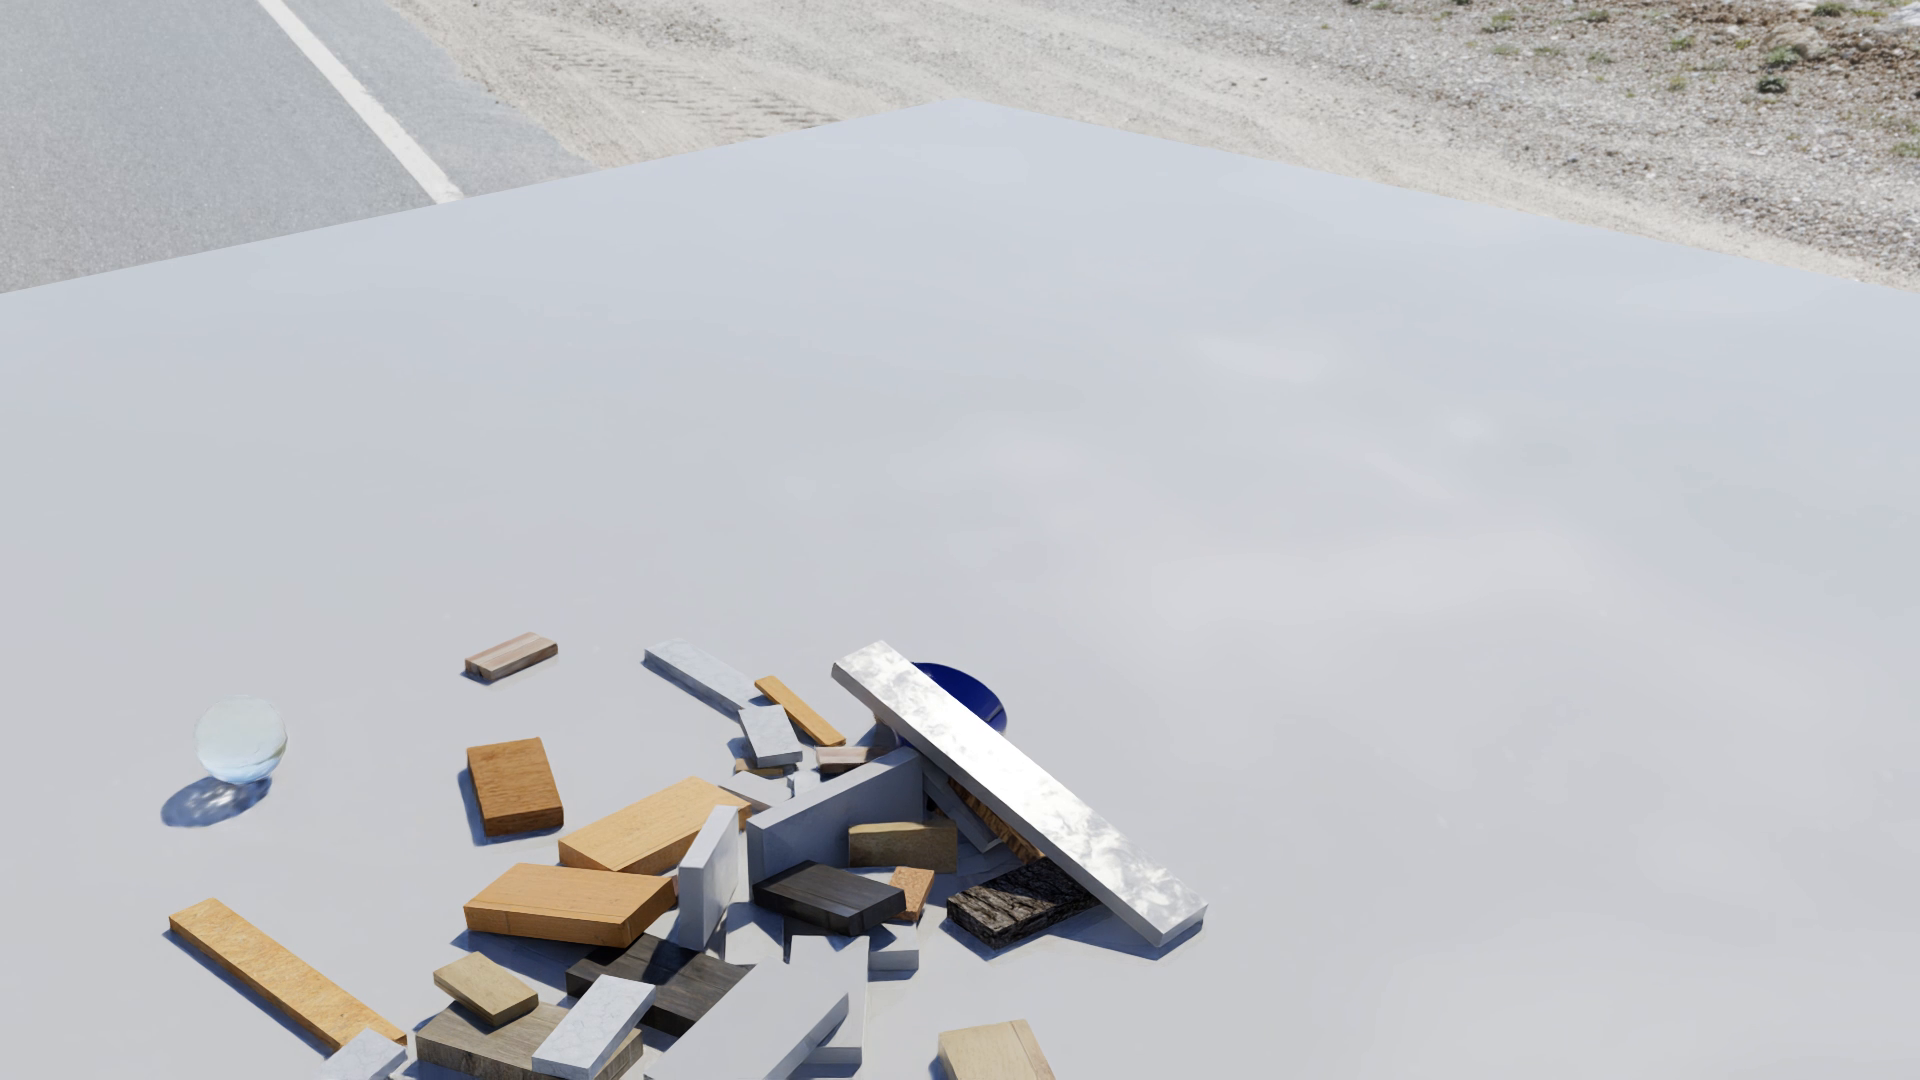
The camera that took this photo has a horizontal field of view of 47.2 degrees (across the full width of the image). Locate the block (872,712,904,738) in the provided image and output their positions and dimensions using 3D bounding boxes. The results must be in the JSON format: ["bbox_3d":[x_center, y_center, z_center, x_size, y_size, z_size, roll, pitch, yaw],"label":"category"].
[{"bbox_3d":[-0.047,0.376,4.420,0.125,0.035,0.250,-21,43,-41],"label":"block"}]

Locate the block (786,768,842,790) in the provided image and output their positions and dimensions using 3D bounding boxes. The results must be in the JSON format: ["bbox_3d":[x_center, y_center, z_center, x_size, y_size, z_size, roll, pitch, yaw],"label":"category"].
[{"bbox_3d":[-0.273,0.495,4.565,0.154,0.022,0.077,-14,27,-29],"label":"block"}]

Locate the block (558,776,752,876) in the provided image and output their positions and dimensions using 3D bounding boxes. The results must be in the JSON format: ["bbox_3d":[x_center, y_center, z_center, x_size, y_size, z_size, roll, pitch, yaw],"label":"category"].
[{"bbox_3d":[-0.599,0.577,4.339,0.174,0.049,0.347,20,30,38],"label":"block"}]

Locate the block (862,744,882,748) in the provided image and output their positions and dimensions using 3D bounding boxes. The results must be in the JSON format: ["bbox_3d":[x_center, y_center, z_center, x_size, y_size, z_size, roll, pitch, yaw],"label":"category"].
[{"bbox_3d":[-0.211,0.458,4.664,0.099,0.014,0.050,-6,24,-13],"label":"block"}]

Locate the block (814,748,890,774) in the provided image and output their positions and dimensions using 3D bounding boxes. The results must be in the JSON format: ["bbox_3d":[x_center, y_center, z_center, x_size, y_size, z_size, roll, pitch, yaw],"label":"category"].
[{"bbox_3d":[-0.221,0.459,4.590,0.154,0.022,0.077,1,20,-13],"label":"block"}]

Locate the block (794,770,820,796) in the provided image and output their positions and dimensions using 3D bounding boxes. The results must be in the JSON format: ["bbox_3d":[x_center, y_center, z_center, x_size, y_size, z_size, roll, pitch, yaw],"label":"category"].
[{"bbox_3d":[-0.312,0.506,4.493,0.054,0.015,0.107,-2,23,-5],"label":"block"}]

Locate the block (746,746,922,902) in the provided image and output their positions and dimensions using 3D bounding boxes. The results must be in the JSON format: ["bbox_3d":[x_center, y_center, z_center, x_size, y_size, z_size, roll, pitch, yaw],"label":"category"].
[{"bbox_3d":[-0.236,0.550,4.241,0.049,0.174,0.410,21,31,41],"label":"block"}]

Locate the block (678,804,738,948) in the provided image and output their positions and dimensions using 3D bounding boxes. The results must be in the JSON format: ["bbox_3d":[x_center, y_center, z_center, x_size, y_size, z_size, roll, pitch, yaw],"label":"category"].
[{"bbox_3d":[-0.461,0.616,4.050,0.044,0.154,0.309,3,14,6],"label":"block"}]

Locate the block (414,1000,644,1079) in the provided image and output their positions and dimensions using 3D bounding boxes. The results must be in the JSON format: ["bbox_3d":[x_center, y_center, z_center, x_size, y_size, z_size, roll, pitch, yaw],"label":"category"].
[{"bbox_3d":[-0.724,0.849,3.699,0.339,0.048,0.170,10,25,22],"label":"block"}]

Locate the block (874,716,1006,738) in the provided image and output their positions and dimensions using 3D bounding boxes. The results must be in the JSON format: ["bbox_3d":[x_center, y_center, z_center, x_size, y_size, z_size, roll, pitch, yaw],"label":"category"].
[{"bbox_3d":[-0.056,0.363,4.721,0.287,0.144,0.041,9,56,20],"label":"block"}]

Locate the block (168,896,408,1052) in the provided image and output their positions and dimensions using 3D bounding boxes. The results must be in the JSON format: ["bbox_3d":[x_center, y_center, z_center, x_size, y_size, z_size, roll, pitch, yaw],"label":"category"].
[{"bbox_3d":[-1.199,0.777,3.896,0.632,0.026,0.091,20,30,39],"label":"block"}]

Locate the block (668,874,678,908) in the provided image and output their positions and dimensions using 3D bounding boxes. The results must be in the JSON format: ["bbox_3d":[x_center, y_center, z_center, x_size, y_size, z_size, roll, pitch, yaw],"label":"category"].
[{"bbox_3d":[-0.585,0.674,4.146,0.146,0.021,0.073,-12,26,-26],"label":"block"}]

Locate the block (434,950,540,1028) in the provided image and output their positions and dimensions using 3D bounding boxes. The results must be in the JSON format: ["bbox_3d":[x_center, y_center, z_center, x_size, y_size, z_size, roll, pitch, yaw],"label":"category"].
[{"bbox_3d":[-0.816,0.772,3.785,0.182,0.026,0.091,21,31,40],"label":"block"}]

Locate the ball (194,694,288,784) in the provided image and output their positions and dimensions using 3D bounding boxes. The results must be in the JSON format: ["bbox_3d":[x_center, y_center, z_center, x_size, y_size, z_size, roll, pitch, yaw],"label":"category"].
[{"bbox_3d":[-1.488,0.413,4.551,0.185,0.185,0.185,0,23,0],"label":"ball"}]

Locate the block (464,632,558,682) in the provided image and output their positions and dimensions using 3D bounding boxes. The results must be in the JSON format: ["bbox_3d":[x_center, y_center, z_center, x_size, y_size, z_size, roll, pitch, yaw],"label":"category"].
[{"bbox_3d":[-1.038,0.269,5.092,0.097,0.027,0.194,18,29,36],"label":"block"}]

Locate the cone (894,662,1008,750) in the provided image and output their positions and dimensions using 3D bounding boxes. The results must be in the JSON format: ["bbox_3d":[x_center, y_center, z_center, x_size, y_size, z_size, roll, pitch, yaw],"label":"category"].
[{"bbox_3d":[-0.071,0.441,4.557,0.266,0.266,0.266,9,50,20],"label":"cone"}]

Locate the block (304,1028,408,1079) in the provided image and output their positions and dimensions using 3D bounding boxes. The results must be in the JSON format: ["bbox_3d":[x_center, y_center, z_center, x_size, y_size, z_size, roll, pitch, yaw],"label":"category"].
[{"bbox_3d":[-1.007,0.881,3.608,0.091,0.026,0.182,18,38,30],"label":"block"}]

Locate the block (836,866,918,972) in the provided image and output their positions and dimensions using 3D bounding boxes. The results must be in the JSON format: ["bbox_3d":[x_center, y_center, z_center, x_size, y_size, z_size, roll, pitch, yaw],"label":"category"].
[{"bbox_3d":[-0.157,0.698,4.065,0.144,0.041,0.287,-2,23,-5],"label":"block"}]

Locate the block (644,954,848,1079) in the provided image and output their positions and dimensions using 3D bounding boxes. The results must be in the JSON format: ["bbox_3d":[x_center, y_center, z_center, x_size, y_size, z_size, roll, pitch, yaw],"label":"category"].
[{"bbox_3d":[-0.349,0.831,3.638,0.170,0.048,0.339,18,34,26],"label":"block"}]

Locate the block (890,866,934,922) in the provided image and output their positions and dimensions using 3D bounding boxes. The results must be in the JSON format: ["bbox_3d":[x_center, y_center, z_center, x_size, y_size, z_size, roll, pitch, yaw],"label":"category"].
[{"bbox_3d":[-0.099,0.656,4.083,0.073,0.021,0.146,5,23,11],"label":"block"}]

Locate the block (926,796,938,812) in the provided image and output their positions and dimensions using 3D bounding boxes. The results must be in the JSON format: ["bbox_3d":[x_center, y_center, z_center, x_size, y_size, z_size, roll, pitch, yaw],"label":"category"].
[{"bbox_3d":[-0.040,0.499,4.456,0.014,0.099,0.050,31,37,34],"label":"block"}]

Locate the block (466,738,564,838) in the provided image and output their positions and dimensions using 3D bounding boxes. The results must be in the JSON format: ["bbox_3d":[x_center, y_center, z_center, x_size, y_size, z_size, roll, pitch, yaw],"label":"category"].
[{"bbox_3d":[-0.915,0.505,4.516,0.154,0.044,0.309,-7,24,-17],"label":"block"}]

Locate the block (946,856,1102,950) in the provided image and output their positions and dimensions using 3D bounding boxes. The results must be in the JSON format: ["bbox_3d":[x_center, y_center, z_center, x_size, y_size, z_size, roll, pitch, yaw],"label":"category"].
[{"bbox_3d":[0.132,0.672,4.125,0.287,0.041,0.144,-17,28,-35],"label":"block"}]

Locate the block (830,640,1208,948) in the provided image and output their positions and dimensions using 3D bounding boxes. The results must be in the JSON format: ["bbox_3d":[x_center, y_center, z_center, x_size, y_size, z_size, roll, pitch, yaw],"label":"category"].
[{"bbox_3d":[0.100,0.474,4.251,0.886,0.039,0.136,37,40,28],"label":"block"}]

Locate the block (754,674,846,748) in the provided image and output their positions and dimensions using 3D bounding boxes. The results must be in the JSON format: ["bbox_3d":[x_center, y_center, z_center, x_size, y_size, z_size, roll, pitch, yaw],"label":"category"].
[{"bbox_3d":[-0.350,0.375,4.796,0.049,0.014,0.275,-18,39,-36],"label":"block"}]

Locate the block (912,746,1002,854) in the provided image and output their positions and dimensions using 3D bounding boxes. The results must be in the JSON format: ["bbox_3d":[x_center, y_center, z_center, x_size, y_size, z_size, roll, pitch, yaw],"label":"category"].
[{"bbox_3d":[0.008,0.499,4.382,0.250,0.035,0.125,46,44,19],"label":"block"}]

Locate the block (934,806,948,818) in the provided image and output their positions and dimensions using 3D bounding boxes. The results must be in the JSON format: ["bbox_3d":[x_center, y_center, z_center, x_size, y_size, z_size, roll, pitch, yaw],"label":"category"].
[{"bbox_3d":[0.004,0.551,4.443,0.099,0.014,0.049,15,27,32],"label":"block"}]

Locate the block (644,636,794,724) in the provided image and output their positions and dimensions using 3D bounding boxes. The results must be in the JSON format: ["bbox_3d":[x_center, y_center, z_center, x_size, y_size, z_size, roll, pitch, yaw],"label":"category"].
[{"bbox_3d":[-0.538,0.323,4.965,0.097,0.027,0.482,-19,29,-37],"label":"block"}]

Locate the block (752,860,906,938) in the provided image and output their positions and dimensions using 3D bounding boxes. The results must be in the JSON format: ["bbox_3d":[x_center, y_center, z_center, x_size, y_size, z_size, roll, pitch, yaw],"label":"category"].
[{"bbox_3d":[-0.241,0.655,4.029,0.136,0.039,0.273,-20,19,-41],"label":"block"}]

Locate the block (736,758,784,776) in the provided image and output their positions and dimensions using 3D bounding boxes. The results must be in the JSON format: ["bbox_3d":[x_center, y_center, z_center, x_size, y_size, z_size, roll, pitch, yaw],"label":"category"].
[{"bbox_3d":[-0.421,0.476,4.621,0.099,0.014,0.049,-1,23,-3],"label":"block"}]

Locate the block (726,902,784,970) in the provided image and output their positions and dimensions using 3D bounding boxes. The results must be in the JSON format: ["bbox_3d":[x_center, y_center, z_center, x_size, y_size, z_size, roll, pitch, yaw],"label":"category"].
[{"bbox_3d":[-0.374,0.727,4.010,0.103,0.029,0.206,-2,23,-4],"label":"block"}]

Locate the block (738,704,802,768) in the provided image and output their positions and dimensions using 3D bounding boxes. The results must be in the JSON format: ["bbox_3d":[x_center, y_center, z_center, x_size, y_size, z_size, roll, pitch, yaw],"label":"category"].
[{"bbox_3d":[-0.405,0.417,4.688,0.097,0.027,0.193,-7,28,-16],"label":"block"}]

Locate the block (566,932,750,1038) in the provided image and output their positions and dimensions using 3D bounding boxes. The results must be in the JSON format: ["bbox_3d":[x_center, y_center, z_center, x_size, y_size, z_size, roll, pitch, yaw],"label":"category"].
[{"bbox_3d":[-0.503,0.784,3.850,0.339,0.048,0.170,13,26,28],"label":"block"}]

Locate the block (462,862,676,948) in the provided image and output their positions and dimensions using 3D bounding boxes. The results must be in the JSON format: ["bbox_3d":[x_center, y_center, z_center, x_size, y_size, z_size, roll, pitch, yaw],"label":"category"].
[{"bbox_3d":[-0.718,0.670,4.048,0.347,0.049,0.174,1,20,26],"label":"block"}]

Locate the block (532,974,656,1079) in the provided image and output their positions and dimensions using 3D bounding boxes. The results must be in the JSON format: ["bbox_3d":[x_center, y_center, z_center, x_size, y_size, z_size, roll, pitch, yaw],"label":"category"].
[{"bbox_3d":[-0.610,0.815,3.679,0.103,0.029,0.247,8,24,17],"label":"block"}]

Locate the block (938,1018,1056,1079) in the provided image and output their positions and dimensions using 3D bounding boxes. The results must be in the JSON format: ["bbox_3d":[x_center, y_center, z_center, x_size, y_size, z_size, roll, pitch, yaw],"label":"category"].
[{"bbox_3d":[0.077,0.899,3.587,0.154,0.044,0.309,-6,24,-14],"label":"block"}]

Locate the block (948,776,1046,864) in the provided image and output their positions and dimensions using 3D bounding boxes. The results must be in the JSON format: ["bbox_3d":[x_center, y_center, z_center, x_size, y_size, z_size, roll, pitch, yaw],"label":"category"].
[{"bbox_3d":[0.106,0.531,4.333,0.125,0.035,0.250,-22,56,-41],"label":"block"}]

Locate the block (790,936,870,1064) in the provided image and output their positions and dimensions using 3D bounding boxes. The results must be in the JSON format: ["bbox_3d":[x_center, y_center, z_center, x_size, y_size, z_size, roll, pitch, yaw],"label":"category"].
[{"bbox_3d":[-0.231,0.790,3.796,0.136,0.039,0.273,0,32,1],"label":"block"}]

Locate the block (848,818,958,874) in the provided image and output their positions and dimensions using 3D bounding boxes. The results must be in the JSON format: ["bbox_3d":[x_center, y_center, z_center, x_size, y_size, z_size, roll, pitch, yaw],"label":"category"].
[{"bbox_3d":[-0.110,0.594,4.227,0.206,0.103,0.029,-3,24,-6],"label":"block"}]

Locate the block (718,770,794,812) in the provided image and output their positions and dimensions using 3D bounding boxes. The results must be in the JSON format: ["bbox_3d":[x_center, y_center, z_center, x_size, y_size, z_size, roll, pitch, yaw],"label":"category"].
[{"bbox_3d":[-0.413,0.519,4.509,0.154,0.022,0.077,16,28,34],"label":"block"}]
